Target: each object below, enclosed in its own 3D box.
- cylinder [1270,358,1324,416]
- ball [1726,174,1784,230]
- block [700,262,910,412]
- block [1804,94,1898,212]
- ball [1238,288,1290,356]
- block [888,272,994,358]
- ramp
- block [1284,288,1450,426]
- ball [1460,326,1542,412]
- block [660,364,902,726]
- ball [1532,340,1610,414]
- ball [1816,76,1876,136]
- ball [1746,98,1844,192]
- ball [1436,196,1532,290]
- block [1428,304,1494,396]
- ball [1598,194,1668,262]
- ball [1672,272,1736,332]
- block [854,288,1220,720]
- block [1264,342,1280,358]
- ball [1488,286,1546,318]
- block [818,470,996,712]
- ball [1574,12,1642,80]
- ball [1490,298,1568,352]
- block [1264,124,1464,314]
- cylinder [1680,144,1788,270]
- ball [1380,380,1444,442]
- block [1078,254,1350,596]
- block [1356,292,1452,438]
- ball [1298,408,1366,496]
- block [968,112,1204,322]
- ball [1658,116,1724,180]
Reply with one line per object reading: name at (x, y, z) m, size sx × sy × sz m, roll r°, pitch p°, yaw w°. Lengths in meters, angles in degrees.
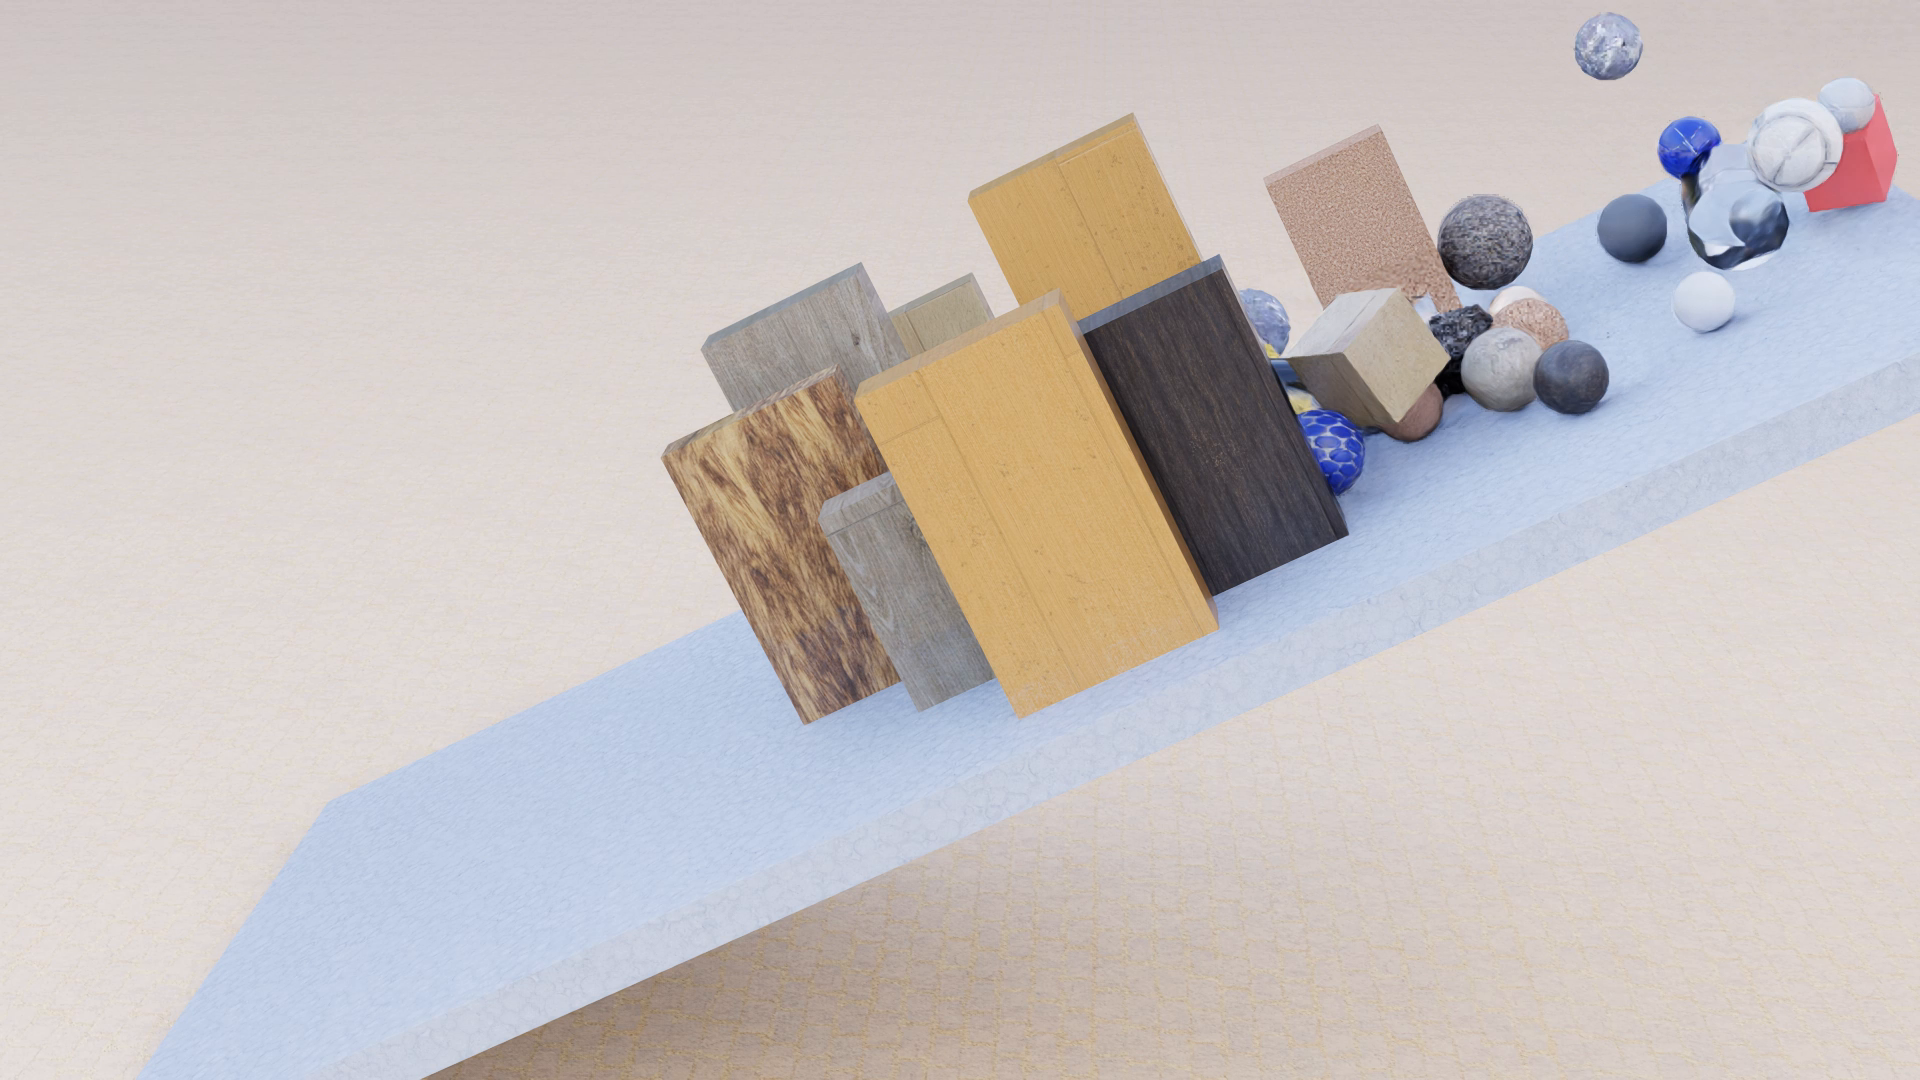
cylinder at (0.658, -0.287, 5.964) m, size 0.164 × 0.164 × 0.164 m, roll 0°, pitch 16°, yaw 6°
ball at (1.661, -0.706, 6.152) m, size 0.117 × 0.117 × 0.117 m, roll 0°, pitch 16°, yaw 0°
block at (-0.204, -0.159, 6.275) m, size 0.366 × 0.773 × 0.138 m, roll -25°, pitch 14°, yaw 10°
block at (1.797, -0.785, 5.979) m, size 0.155 × 0.155 × 0.155 m, roll -6°, pitch 39°, yaw 34°
ball at (0.698, -0.508, 7.091) m, size 0.195 × 0.195 × 0.195 m, roll 0°, pitch 16°, yaw 0°
block at (0.010, -0.287, 6.776) m, size 0.319 × 0.571 × 0.102 m, roll -25°, pitch 14°, yaw 10°
ramp at (0.138, 0.168, 6.281) m, size 4.000 × 0.100 × 2.000 m, roll -25°, pitch 14°, yaw 10°
block at (0.804, -0.359, 5.806) m, size 0.189 × 0.189 × 0.189 m, roll -48°, pitch 22°, yaw -21°
ball at (1.071, -0.335, 5.793) m, size 0.168 × 0.168 × 0.168 m, roll 0°, pitch 16°, yaw 0°
block at (-0.287, 0.012, 6.081) m, size 0.397 × 0.641 × 0.111 m, roll -25°, pitch 14°, yaw 10°
ball at (1.159, -0.308, 5.580) m, size 0.142 × 0.142 × 0.142 m, roll 0°, pitch 16°, yaw 0°
ball at (1.764, -0.865, 5.862) m, size 0.115 × 0.115 × 0.115 m, roll 0°, pitch 16°, yaw 0°
ball at (1.649, -0.780, 5.814) m, size 0.185 × 0.185 × 0.185 m, roll 0°, pitch 16°, yaw 0°
ball at (1.163, -0.657, 6.517) m, size 0.209 × 0.209 × 0.209 m, roll 0°, pitch 16°, yaw 0°
block at (1.042, -0.392, 6.059) m, size 0.121 × 0.121 × 0.121 m, roll 35°, pitch -31°, yaw -32°
ball at (1.455, -0.674, 6.361) m, size 0.149 × 0.149 × 0.149 m, roll 0°, pitch 16°, yaw 0°
ball at (1.434, -0.460, 5.671) m, size 0.117 × 0.117 × 0.117 m, roll 0°, pitch 16°, yaw 0°
block at (0.146, -0.064, 5.448) m, size 0.413 × 0.681 × 0.141 m, roll -25°, pitch 14°, yaw 10°
block at (0.610, -0.251, 6.151) m, size 0.192 × 0.192 × 0.192 m, roll -31°, pitch -18°, yaw -14°
ball at (1.172, -0.467, 6.169) m, size 0.131 × 0.131 × 0.131 m, roll 0°, pitch 16°, yaw 0°
block at (-0.057, 0.078, 5.827) m, size 0.267 × 0.440 × 0.137 m, roll -25°, pitch 14°, yaw 10°
ball at (1.221, -0.929, 5.539) m, size 0.126 × 0.126 × 0.126 m, roll 0°, pitch 16°, yaw 0°
ball at (1.147, -0.408, 5.936) m, size 0.159 × 0.159 × 0.159 m, roll 0°, pitch 16°, yaw 0°
block at (0.900, -0.622, 6.463) m, size 0.276 × 0.504 × 0.105 m, roll -25°, pitch 14°, yaw 10°
cylinder at (1.572, -0.677, 5.977) m, size 0.196 × 0.196 × 0.196 m, roll 2°, pitch 30°, yaw 7°
ball at (0.903, -0.269, 5.926) m, size 0.142 × 0.142 × 0.142 m, roll 0°, pitch 16°, yaw 0°
block at (0.426, -0.189, 5.616) m, size 0.425 × 0.570 × 0.145 m, roll -25°, pitch 14°, yaw 10°
block at (0.894, -0.361, 6.151) m, size 0.205 × 0.205 × 0.205 m, roll -15°, pitch 18°, yaw 42°
ball at (0.711, -0.169, 5.809) m, size 0.179 × 0.179 × 0.179 m, roll 0°, pitch 16°, yaw 0°
block at (0.368, -0.570, 6.831) m, size 0.421 × 0.718 × 0.133 m, roll -25°, pitch 14°, yaw 10°
ball at (1.518, -0.813, 6.114) m, size 0.134 × 0.134 × 0.134 m, roll 0°, pitch 16°, yaw 0°
